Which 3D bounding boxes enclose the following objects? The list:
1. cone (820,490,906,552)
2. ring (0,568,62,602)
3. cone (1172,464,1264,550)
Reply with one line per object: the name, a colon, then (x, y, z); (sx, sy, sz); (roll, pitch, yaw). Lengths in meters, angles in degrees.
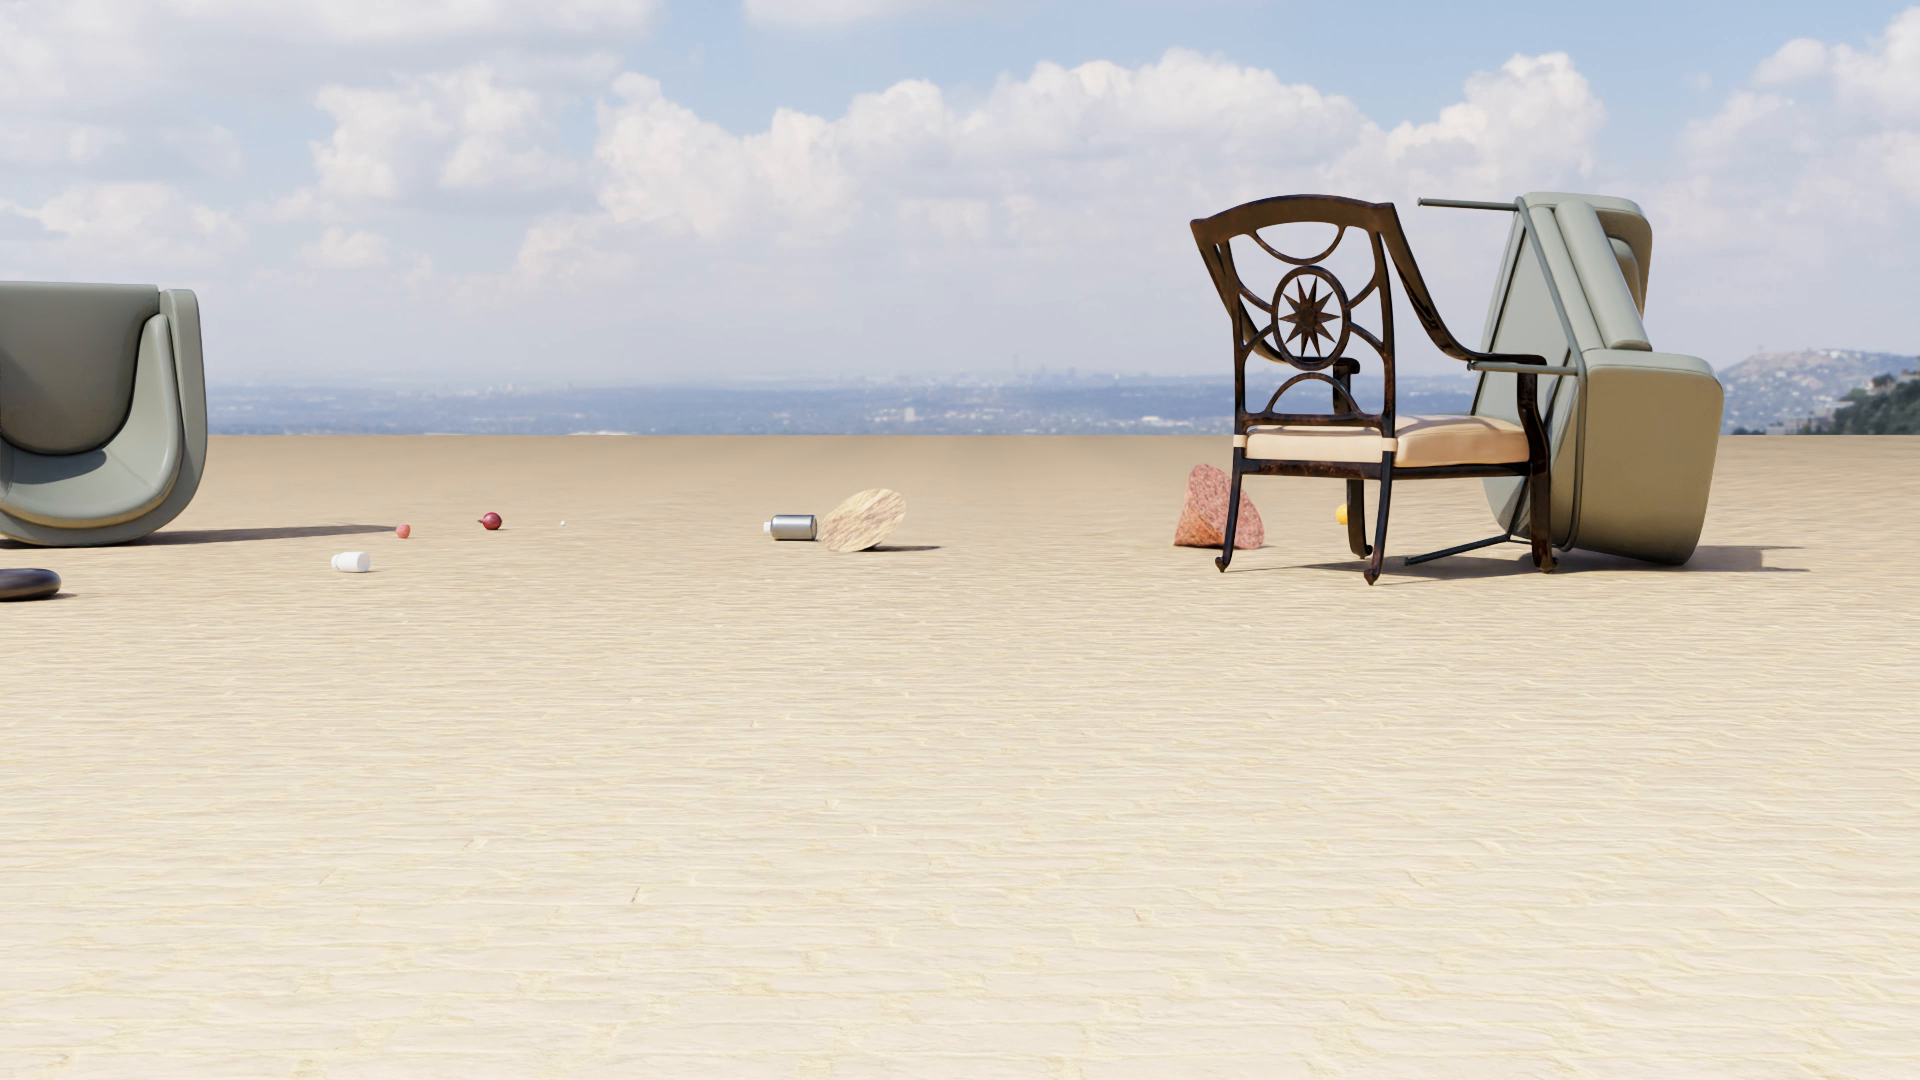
cone: (-0.257, -0.016, 6.173); (0.261, 0.115, 0.223); (-32, 44, -12)
ring: (-2.046, 0.096, 4.718); (0.217, 0.060, 0.228); (0, 3, 6)
cone: (0.681, -0.039, 6.249); (0.220, 0.297, 0.256); (-38, 20, 36)
